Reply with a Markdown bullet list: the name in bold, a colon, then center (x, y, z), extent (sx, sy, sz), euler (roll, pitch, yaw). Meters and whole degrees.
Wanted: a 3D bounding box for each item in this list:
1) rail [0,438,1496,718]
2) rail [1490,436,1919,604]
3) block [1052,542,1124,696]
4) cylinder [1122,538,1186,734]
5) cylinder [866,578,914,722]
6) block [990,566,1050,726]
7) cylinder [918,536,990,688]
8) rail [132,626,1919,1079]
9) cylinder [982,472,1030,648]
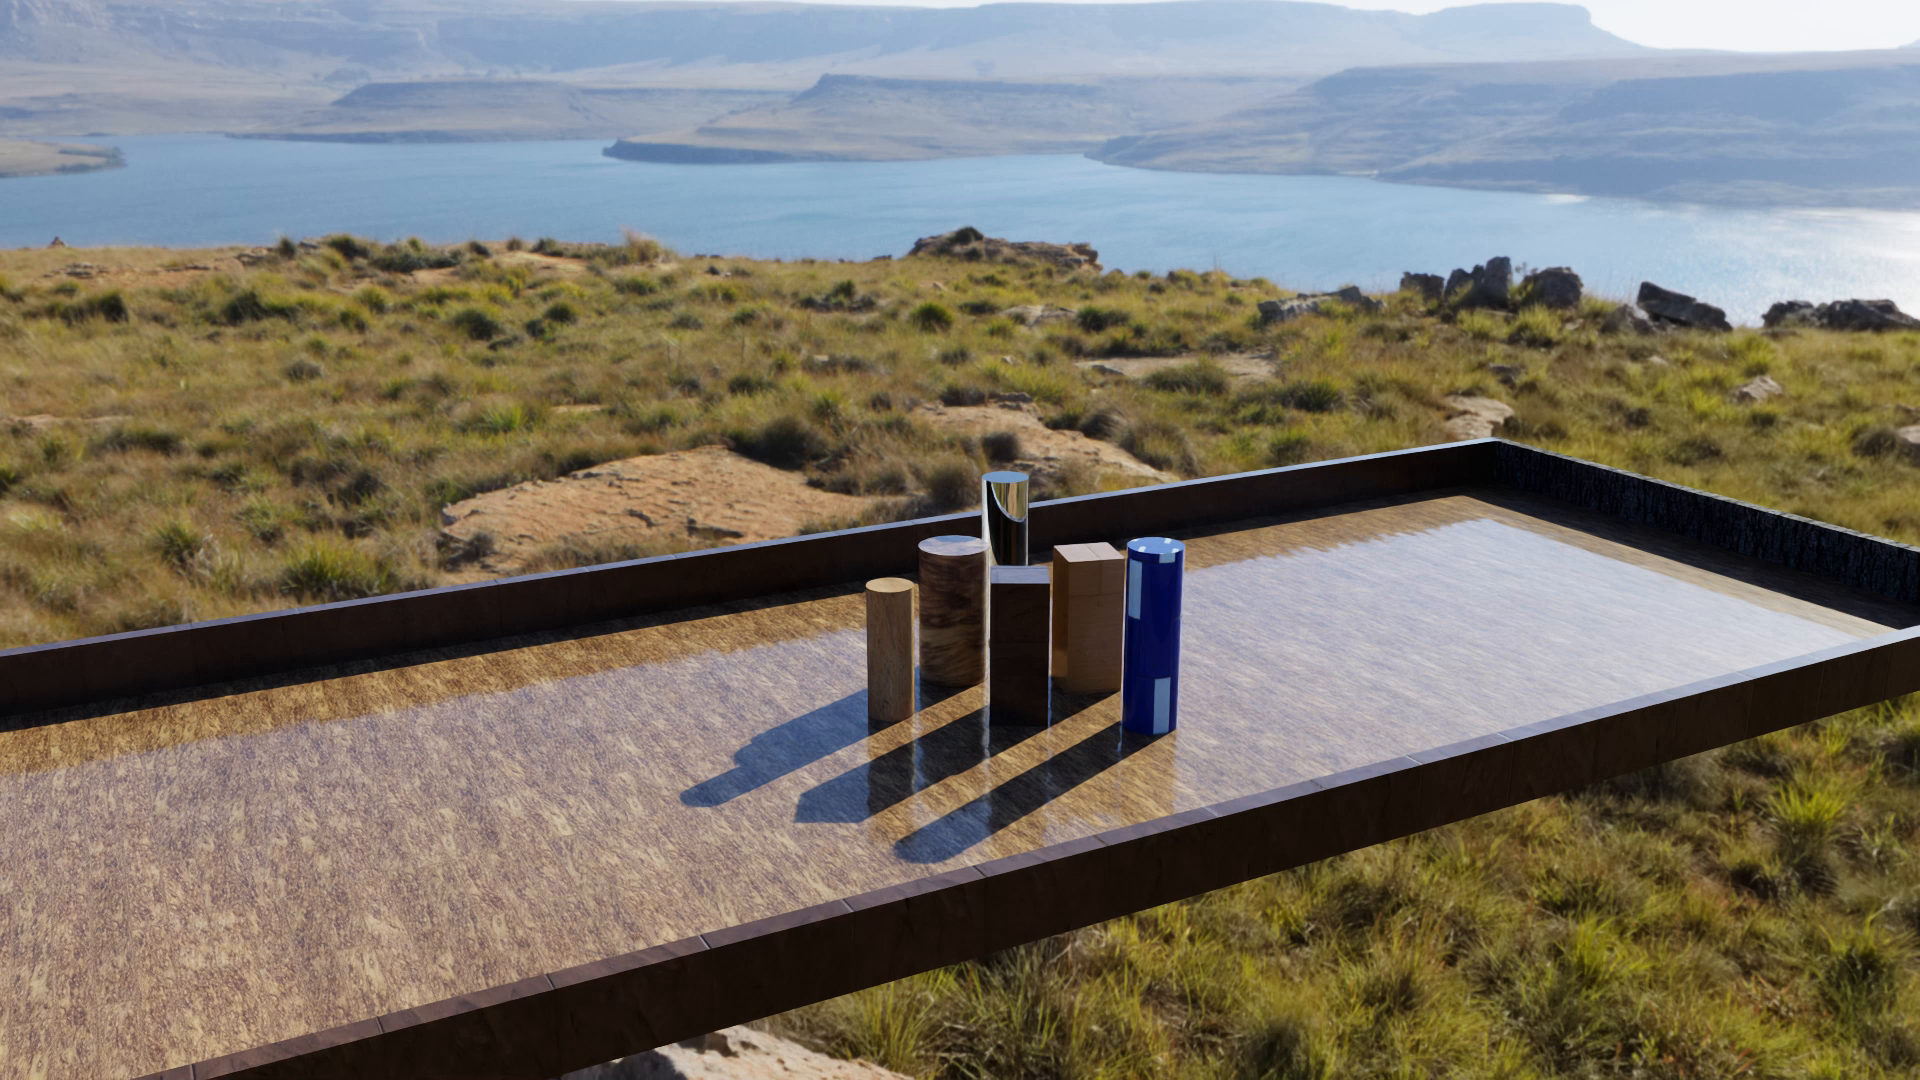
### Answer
- **rail**: center (-3.305, 0.497, 3.399), extent (12.000, 0.150, 0.050), euler (-9, 18, -27)
- **rail**: center (2.466, -0.048, 5.253), extent (0.050, 0.150, 2.100), euler (-9, 18, -27)
- **block**: center (0.315, 0.194, 4.087), extent (0.140, 0.343, 0.140), euler (-4, 17, -12)
- **cylinder**: center (0.447, 0.222, 3.821), extent (0.132, 0.438, 0.132), euler (0, 16, 0)
- **cylinder**: center (-0.164, 0.259, 3.906), extent (0.112, 0.321, 0.112), euler (0, 16, 0)
- **block**: center (0.139, 0.249, 3.886), extent (0.136, 0.351, 0.136), euler (0, 16, 0)
- **cylinder**: center (-0.015, 0.178, 4.137), extent (0.176, 0.345, 0.176), euler (0, 16, 0)
- **rail**: center (-2.336, 1.006, 1.665), extent (12.000, 0.150, 0.050), euler (-9, 18, -27)
- **cylinder**: center (0.118, 0.055, 4.359), extent (0.124, 0.456, 0.124), euler (0, 16, 0)
